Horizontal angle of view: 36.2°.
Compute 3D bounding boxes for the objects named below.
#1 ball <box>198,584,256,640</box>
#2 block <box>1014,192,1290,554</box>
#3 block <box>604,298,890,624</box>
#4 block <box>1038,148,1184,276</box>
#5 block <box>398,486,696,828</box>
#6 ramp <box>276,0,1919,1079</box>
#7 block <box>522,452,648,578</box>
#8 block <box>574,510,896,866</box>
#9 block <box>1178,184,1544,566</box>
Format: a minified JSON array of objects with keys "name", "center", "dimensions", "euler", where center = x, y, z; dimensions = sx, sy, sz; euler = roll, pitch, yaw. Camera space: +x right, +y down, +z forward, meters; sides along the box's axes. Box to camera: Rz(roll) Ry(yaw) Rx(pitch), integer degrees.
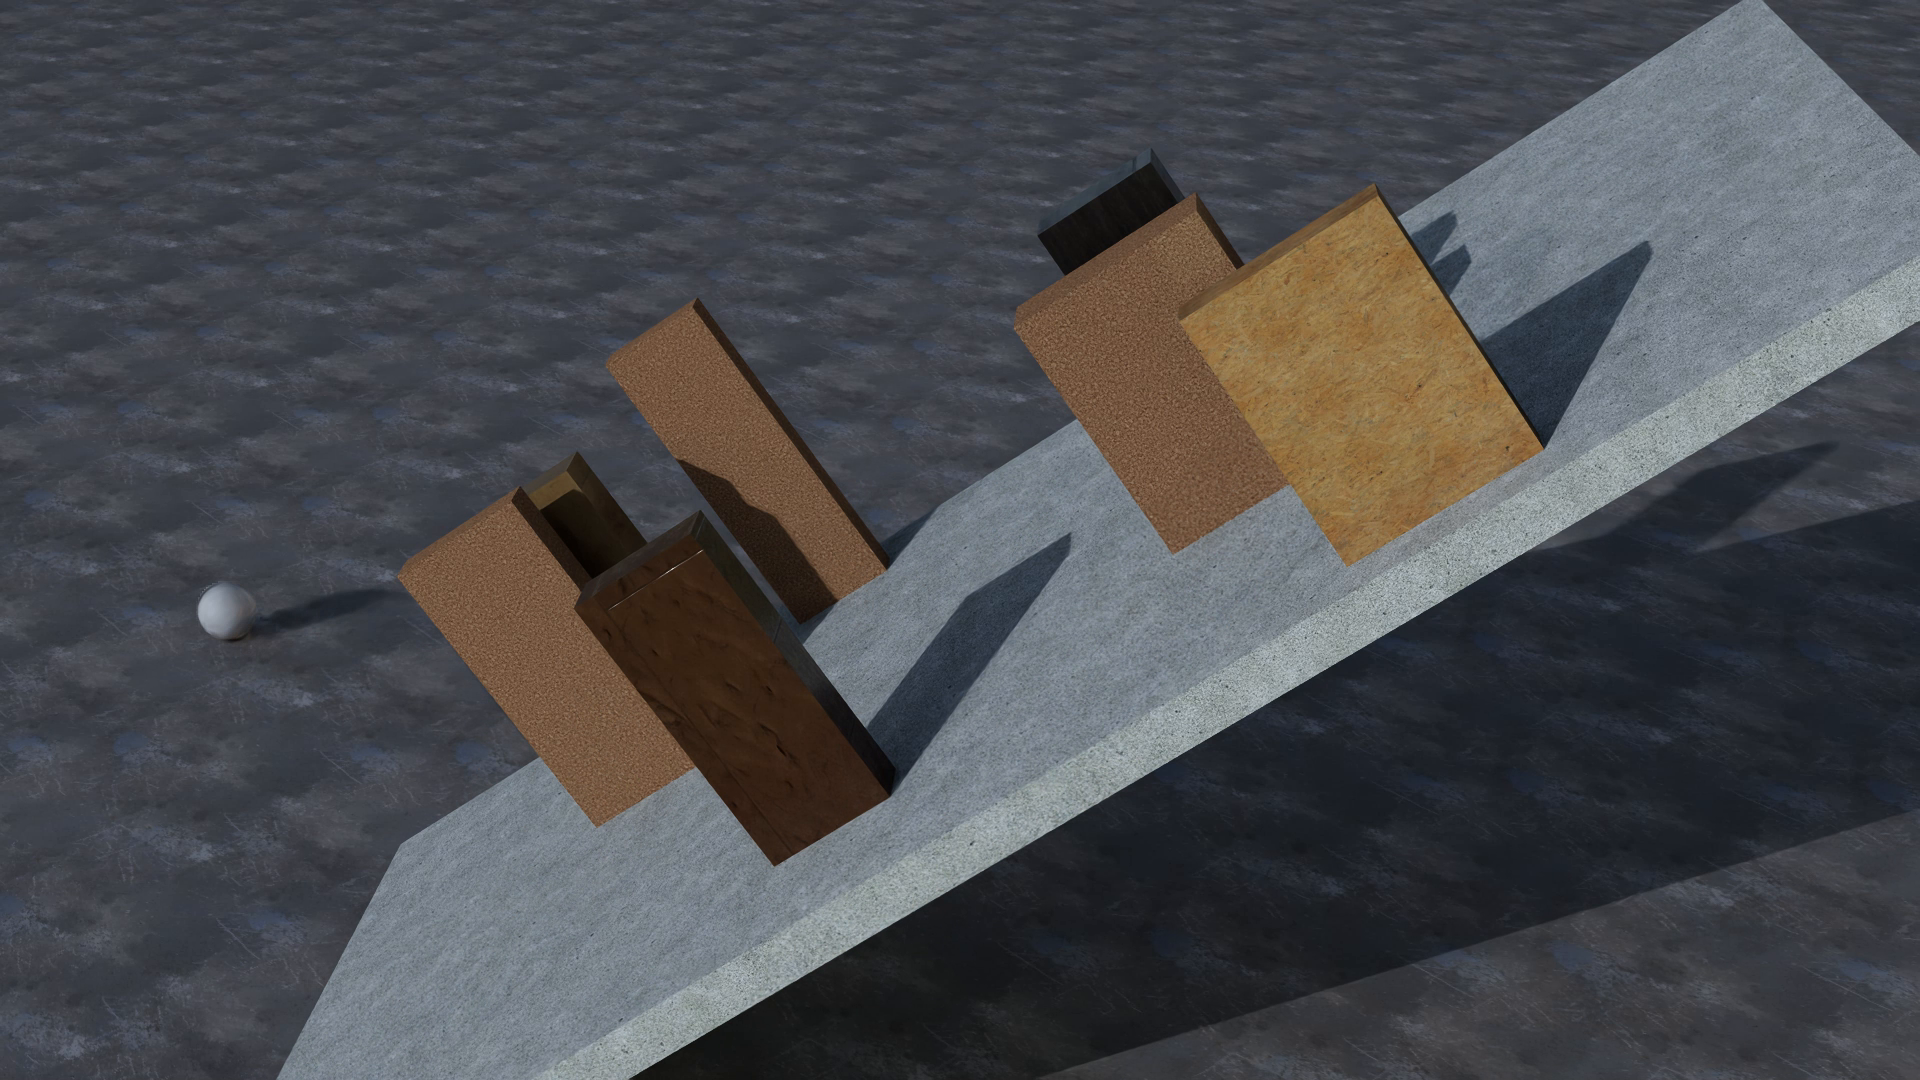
[{"name":"ball","center":[-2.292,0.224,9.202],"dimensions":[0.178,0.178,0.178],"euler":[0,21,0]},{"name":"block","center":[0.446,-0.327,5.845],"dimensions":[0.426,0.570,0.145],"euler":[-32,16,15]},{"name":"block","center":[-0.505,-0.184,7.053],"dimensions":[0.259,0.793,0.083],"euler":[-32,16,15]},{"name":"block","center":[0.457,-0.449,6.024],"dimensions":[0.272,0.654,0.129],"euler":[-32,16,15]},{"name":"block","center":[-0.909,0.270,6.668],"dimensions":[0.326,0.744,0.099],"euler":[-32,16,15]},{"name":"ramp","center":[0.137,0.173,6.303],"dimensions":[4.000,0.100,2.000],"euler":[-32,16,15]},{"name":"block","center":[-0.849,0.189,6.873],"dimensions":[0.386,0.696,0.135],"euler":[-32,16,15]},{"name":"block","center":[-0.433,0.293,5.735],"dimensions":[0.281,0.657,0.129],"euler":[-32,16,15]},{"name":"block","center":[0.707,-0.286,5.192],"dimensions":[0.406,0.550,0.092],"euler":[-32,16,15]}]
